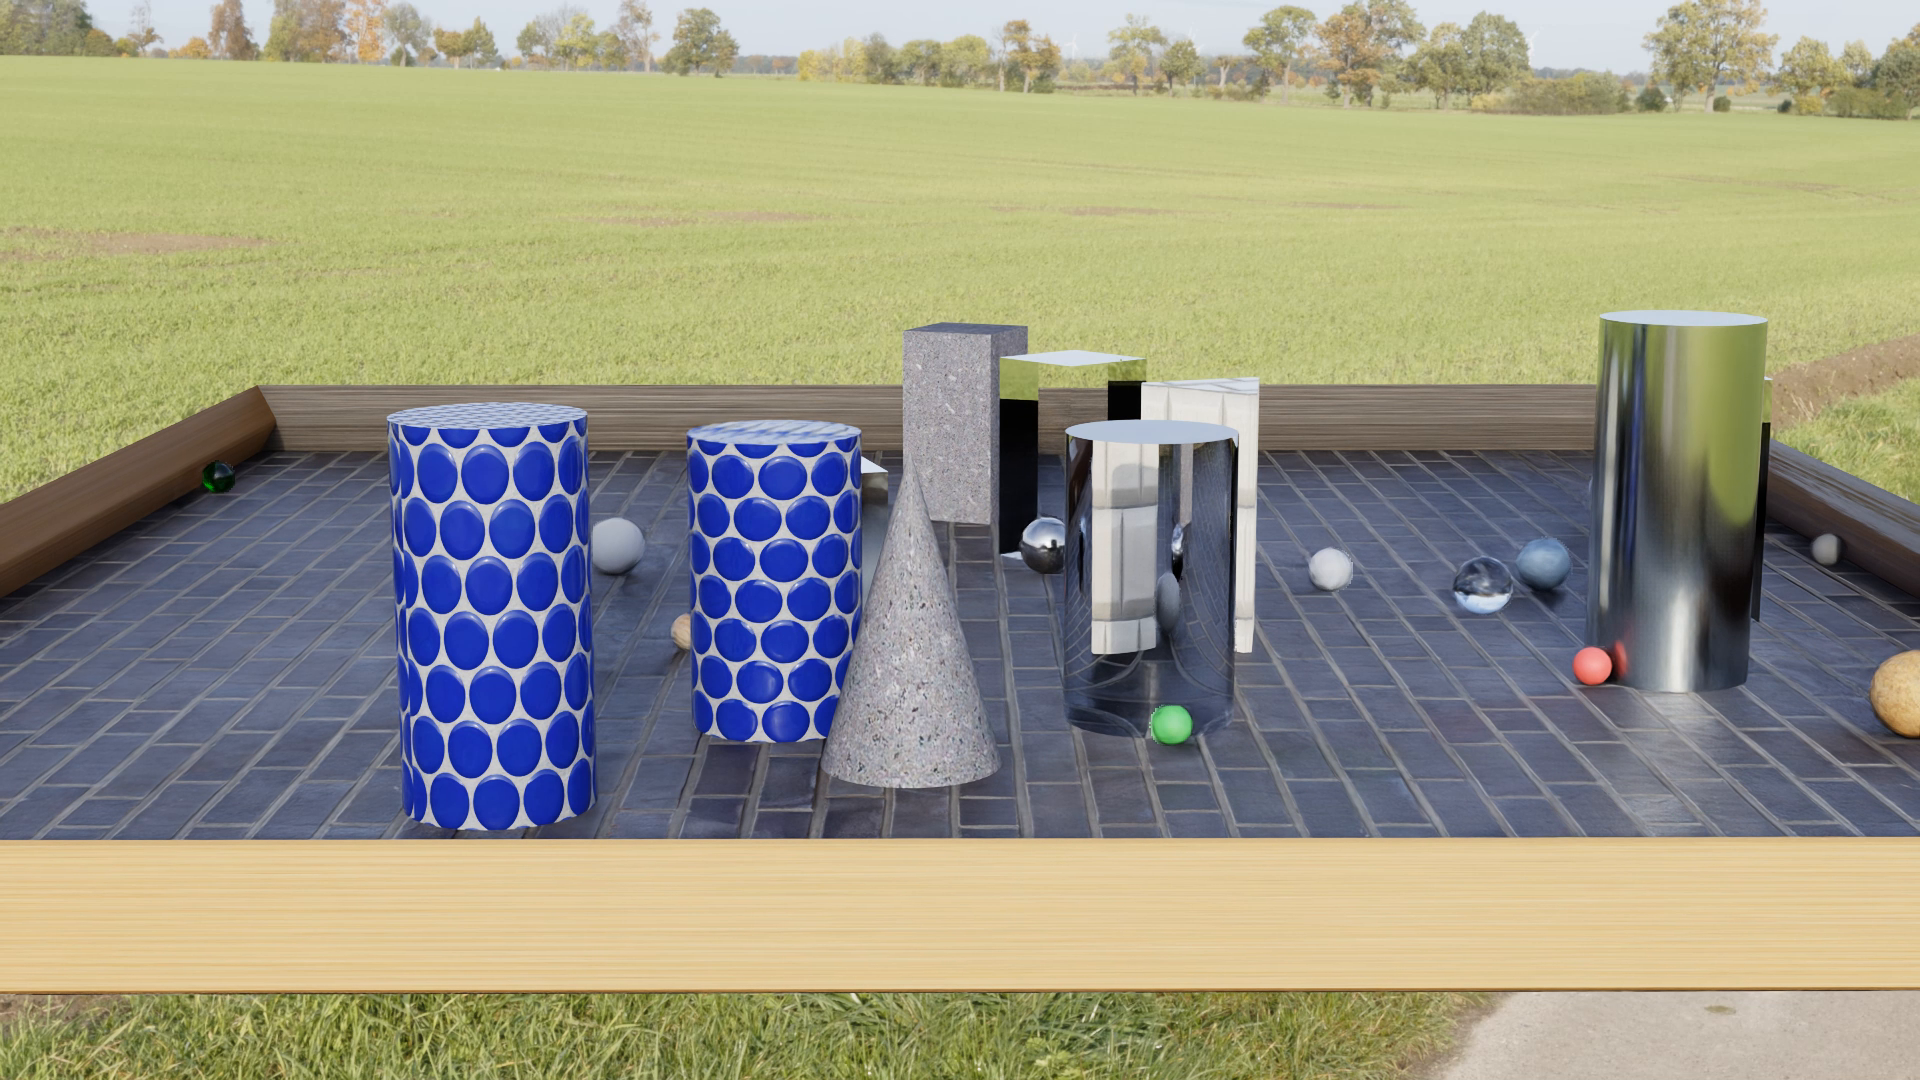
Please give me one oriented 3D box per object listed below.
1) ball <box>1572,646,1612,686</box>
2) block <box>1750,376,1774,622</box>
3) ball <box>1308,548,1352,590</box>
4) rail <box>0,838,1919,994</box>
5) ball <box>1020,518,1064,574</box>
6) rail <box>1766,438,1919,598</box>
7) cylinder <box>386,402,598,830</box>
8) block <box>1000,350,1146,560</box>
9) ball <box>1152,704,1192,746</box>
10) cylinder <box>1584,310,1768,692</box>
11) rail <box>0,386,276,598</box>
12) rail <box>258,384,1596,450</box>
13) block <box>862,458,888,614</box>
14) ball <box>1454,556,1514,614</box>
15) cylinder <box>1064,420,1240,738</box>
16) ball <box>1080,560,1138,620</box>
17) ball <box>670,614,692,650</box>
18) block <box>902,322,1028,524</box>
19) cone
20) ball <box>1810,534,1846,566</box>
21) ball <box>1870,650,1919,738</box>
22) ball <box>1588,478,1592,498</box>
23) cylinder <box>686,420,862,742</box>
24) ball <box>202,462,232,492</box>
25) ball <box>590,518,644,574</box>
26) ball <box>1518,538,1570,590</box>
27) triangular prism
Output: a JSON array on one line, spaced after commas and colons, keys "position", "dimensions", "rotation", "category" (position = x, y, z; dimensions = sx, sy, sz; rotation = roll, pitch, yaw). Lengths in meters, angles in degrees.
[{"position": [0.749, 0.149, 3.040], "dimensions": [0.045, 0.045, 0.045], "rotation": [0, 11, 0], "category": "ball"}, {"position": [0.975, -0.063, 3.427], "dimensions": [0.153, 0.322, 0.153], "rotation": [0, 11, -2], "category": "block"}, {"position": [0.516, 0.041, 3.584], "dimensions": [0.060, 0.060, 0.060], "rotation": [0, 11, 0], "category": "ball"}, {"position": [0.008, 0.293, 2.047], "dimensions": [2.647, 0.125, 0.045], "rotation": [0, 11, 0], "category": "rail"}, {"position": [0.126, 0.008, 3.703], "dimensions": [0.081, 0.081, 0.081], "rotation": [0, 11, 0], "category": "ball"}, {"position": [1.300, 0.031, 3.457], "dimensions": [0.045, 0.125, 2.900], "rotation": [0, 11, 0], "category": "rail"}, {"position": [-0.458, 0.070, 2.526], "dimensions": [0.192, 0.389, 0.192], "rotation": [0, 11, 0], "category": "cylinder"}, {"position": [0.167, -0.123, 3.814], "dimensions": [0.153, 0.297, 0.153], "rotation": [-9, 14, -40], "category": "block"}, {"position": [0.229, 0.200, 2.774], "dimensions": [0.044, 0.044, 0.044], "rotation": [0, 11, 0], "category": "ball"}, {"position": [0.852, -0.051, 3.064], "dimensions": [0.192, 0.430, 0.192], "rotation": [0, 11, 0], "category": "cylinder"}, {"position": [-1.300, 0.033, 3.442], "dimensions": [0.045, 0.125, 2.900], "rotation": [0, 11, 0], "category": "rail"}, {"position": [-0.008, -0.229, 4.851], "dimensions": [2.647, 0.125, 0.045], "rotation": [0, 11, 0], "category": "rail"}, {"position": [-0.181, 0.031, 3.128], "dimensions": [0.153, 0.247, 0.153], "rotation": [-3, 11, -16], "category": "block"}, {"position": [0.699, 0.061, 3.429], "dimensions": [0.078, 0.078, 0.078], "rotation": [0, 11, 0], "category": "ball"}, {"position": [0.212, 0.040, 2.867], "dimensions": [0.192, 0.325, 0.192], "rotation": [0, 11, 0], "category": "cylinder"}, {"position": [0.199, 0.067, 3.393], "dimensions": [0.079, 0.079, 0.079], "rotation": [0, 11, 0], "category": "ball"}, {"position": [-0.339, 0.115, 3.218], "dimensions": [0.047, 0.047, 0.047], "rotation": [0, 11, 0], "category": "ball"}, {"position": [0.009, -0.193, 4.171], "dimensions": [0.153, 0.304, 0.153], "rotation": [5, 12, 24], "category": "block"}, {"position": [-0.052, 0.070, 2.674], "dimensions": [0.192, 0.335, 0.192], "rotation": [0, 11, 0], "category": "cone"}, {"position": [1.271, 0.015, 3.757], "dimensions": [0.048, 0.048, 0.048], "rotation": [0, 11, 0], "category": "ball"}, {"position": [1.043, 0.168, 2.800], "dimensions": [0.096, 0.096, 0.096], "rotation": [0, 11, 0], "category": "ball"}, {"position": [1.066, -0.081, 4.185], "dimensions": [0.081, 0.081, 0.081], "rotation": [0, 11, 0], "category": "ball"}, {"position": [-0.204, 0.042, 2.850], "dimensions": [0.192, 0.327, 0.192], "rotation": [0, 11, 0], "category": "cylinder"}, {"position": [-1.276, -0.108, 4.409], "dimensions": [0.051, 0.051, 0.051], "rotation": [0, 11, 0], "category": "ball"}, {"position": [-0.495, 0.009, 3.696], "dimensions": [0.082, 0.082, 0.082], "rotation": [0, 11, 0], "category": "ball"}, {"position": [0.815, 0.034, 3.583], "dimensions": [0.073, 0.073, 0.073], "rotation": [0, 11, 0], "category": "ball"}, {"position": [0.339, -0.039, 3.287], "dimensions": [0.166, 0.326, 0.144], "rotation": [8, 13, 37], "category": "triangular prism"}]
